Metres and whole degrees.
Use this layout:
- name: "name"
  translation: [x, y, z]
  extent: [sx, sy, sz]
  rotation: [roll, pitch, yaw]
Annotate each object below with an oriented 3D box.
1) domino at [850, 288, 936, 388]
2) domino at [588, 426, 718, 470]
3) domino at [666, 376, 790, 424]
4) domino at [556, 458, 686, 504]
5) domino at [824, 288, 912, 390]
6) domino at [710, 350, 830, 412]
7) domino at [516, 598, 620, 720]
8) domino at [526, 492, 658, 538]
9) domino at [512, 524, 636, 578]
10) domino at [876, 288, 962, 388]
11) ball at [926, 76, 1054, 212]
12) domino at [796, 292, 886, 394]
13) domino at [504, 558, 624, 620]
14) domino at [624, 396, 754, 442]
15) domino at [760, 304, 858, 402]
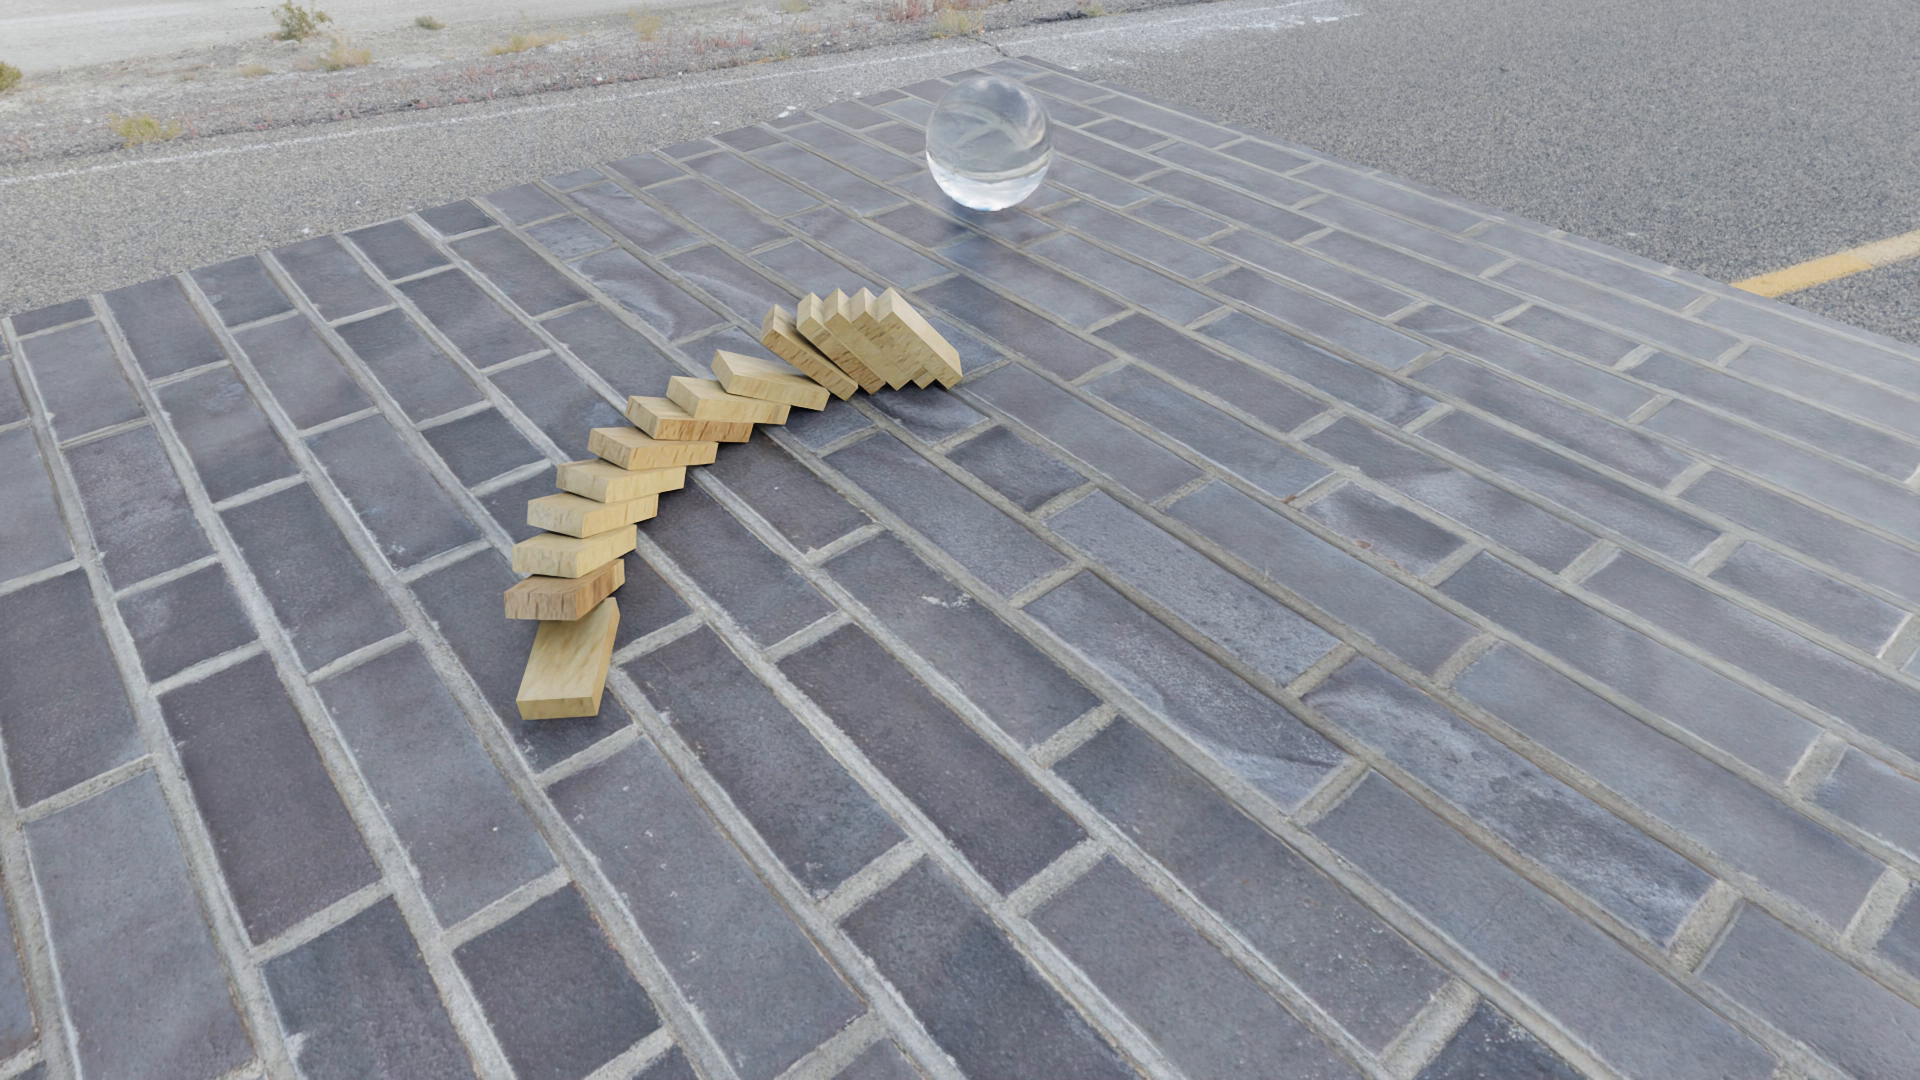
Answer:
- name: "domino"
  translation: [-0.032, -0.098, 0.536]
  extent: [0.009, 0.050, 0.025]
  rotation: [-36, 34, 21]
- name: "domino"
  translation: [-0.132, -0.041, 0.476]
  extent: [0.025, 0.010, 0.050]
  rotation: [25, 19, 27]
- name: "domino"
  translation: [-0.106, -0.064, 0.505]
  extent: [0.050, 0.010, 0.025]
  rotation: [-2, 30, -47]
- name: "domino"
  translation: [-0.141, -0.026, 0.459]
  extent: [0.025, 0.010, 0.050]
  rotation: [17, 16, 20]
- name: "domino"
  translation: [-0.045, -0.098, 0.535]
  extent: [0.009, 0.050, 0.025]
  rotation: [-36, 34, 21]
- name: "domino"
  translation: [-0.089, -0.075, 0.518]
  extent: [0.050, 0.009, 0.025]
  rotation: [7, 30, -37]
- name: "domino"
  translation: [-0.139, 0.041, 0.393]
  extent: [0.025, 0.009, 0.050]
  rotation: [-3, 39, -4]
- name: "domino"
  translation: [-0.147, -0.013, 0.442]
  extent: [0.025, 0.010, 0.050]
  rotation: [13, 15, 16]
- name: "domino"
  translation: [-0.147, 0.003, 0.424]
  extent: [0.025, 0.010, 0.050]
  rotation: [6, 13, 7]
- name: "domino"
  translation: [-0.020, -0.098, 0.536]
  extent: [0.010, 0.050, 0.025]
  rotation: [-36, 34, 21]
- name: "ball"
  translation: [0.018, -0.248, 0.691]
  extent: [0.080, 0.080, 0.080]
  rotation: [0, 39, 0]
- name: "domino"
  translation: [-0.057, -0.095, 0.532]
  extent: [0.010, 0.050, 0.025]
  rotation: [-36, 34, 21]
- name: "domino"
  translation: [-0.145, 0.017, 0.406]
  extent: [0.025, 0.009, 0.050]
  rotation: [1, 13, 2]
- name: "domino"
  translation: [-0.121, -0.054, 0.492]
  extent: [0.025, 0.010, 0.050]
  rotation: [34, 23, 34]
- name: "domino"
  translation: [-0.072, -0.090, 0.528]
  extent: [0.050, 0.009, 0.025]
  rotation: [33, 29, -28]
